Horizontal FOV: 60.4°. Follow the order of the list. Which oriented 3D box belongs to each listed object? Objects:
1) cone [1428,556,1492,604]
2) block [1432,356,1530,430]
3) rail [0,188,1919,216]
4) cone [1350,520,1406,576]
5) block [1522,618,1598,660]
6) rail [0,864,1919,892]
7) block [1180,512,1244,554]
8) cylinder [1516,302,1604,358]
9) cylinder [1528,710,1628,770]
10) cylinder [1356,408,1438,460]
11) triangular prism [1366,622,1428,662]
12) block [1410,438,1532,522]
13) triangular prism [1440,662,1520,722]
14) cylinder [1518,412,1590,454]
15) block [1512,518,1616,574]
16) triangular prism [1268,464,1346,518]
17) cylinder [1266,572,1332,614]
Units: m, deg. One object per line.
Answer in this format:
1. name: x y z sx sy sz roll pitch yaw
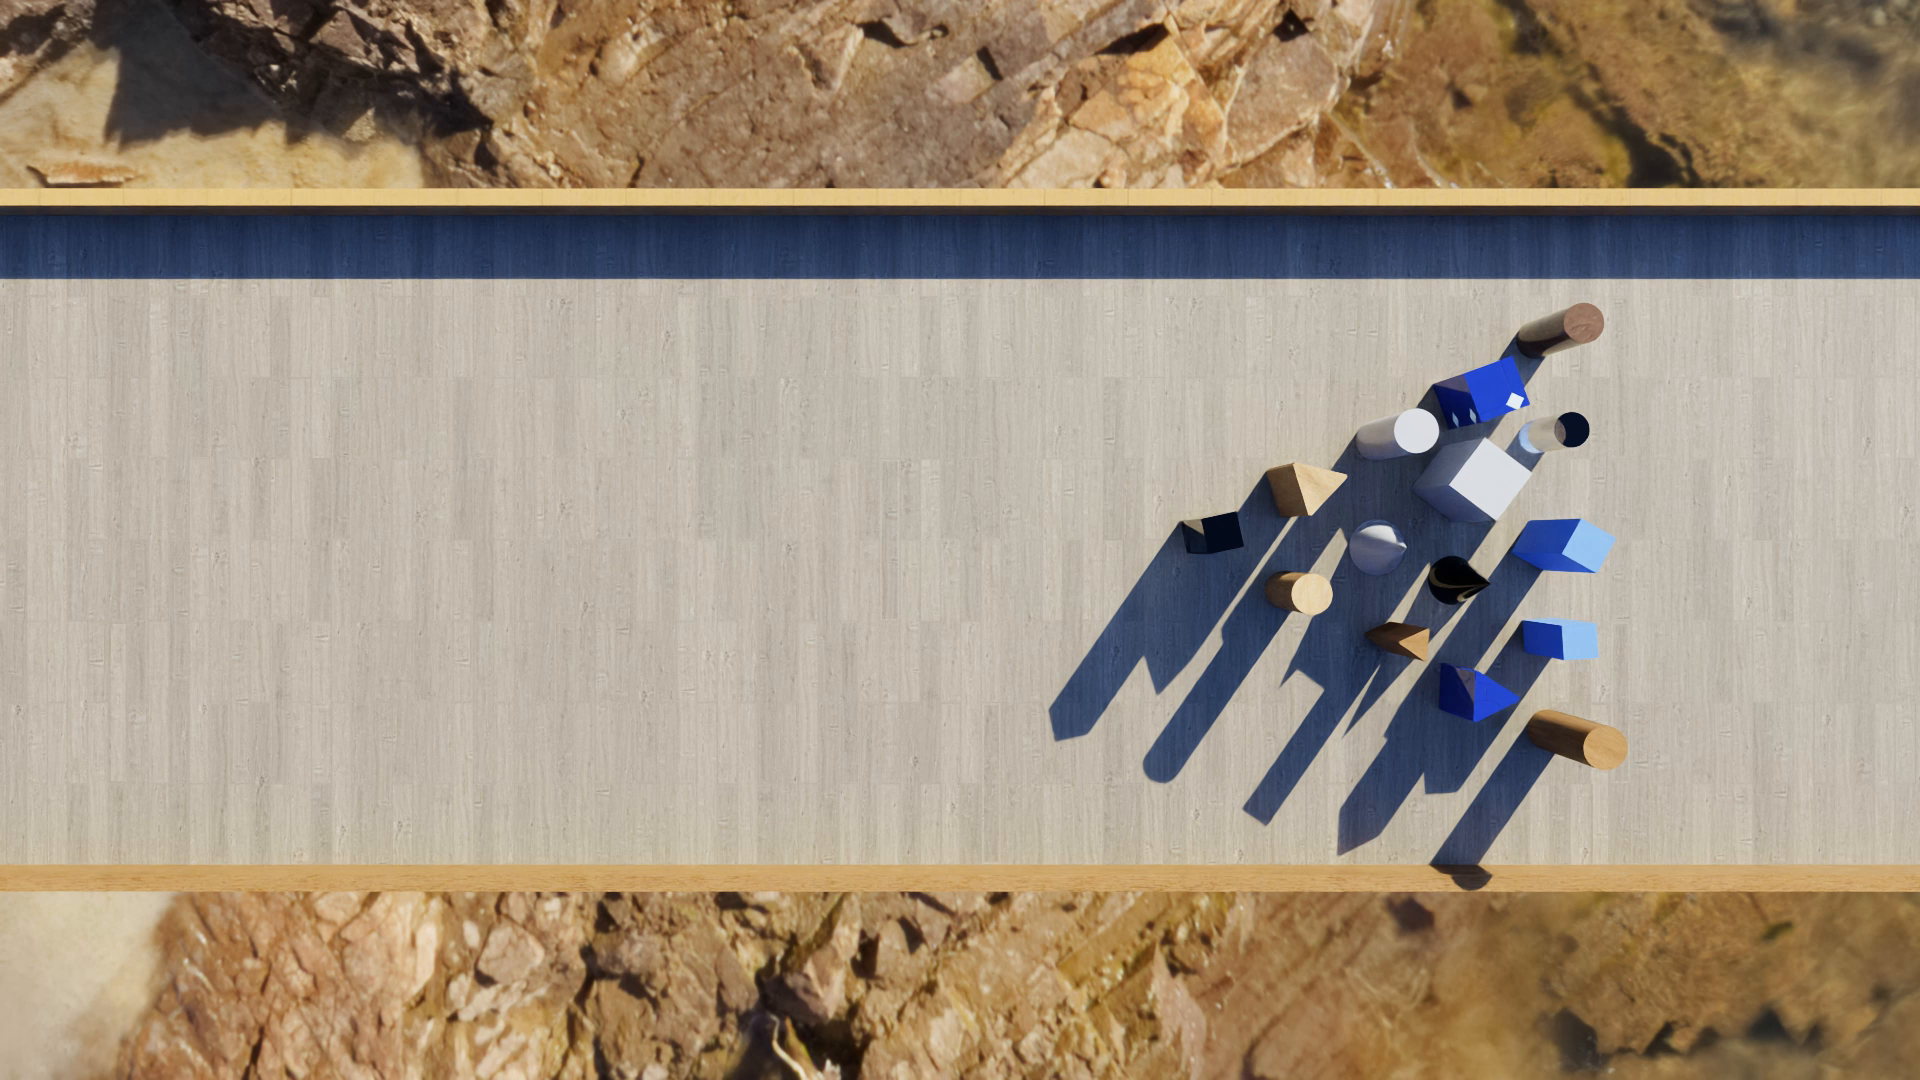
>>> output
1. cone: 1.516 0.124 4.888 0.151 0.376 0.151 0 90 0
2. block: 1.550 -0.436 4.919 0.150 0.316 0.150 -20 90 0
3. rail: -2.247 -1.025 5.002 12.000 0.150 0.050 0 90 0
4. cone: 1.284 0.022 4.909 0.172 0.336 0.172 0 90 0
5. block: 1.784 0.293 4.910 0.100 0.332 0.100 -4 90 0
6. rail: -2.247 1.025 5.001 12.000 0.150 0.050 0 90 0
7. block: 0.738 -0.020 4.856 0.102 0.441 0.102 -12 90 0
8. cylinder: 1.769 -0.616 4.876 0.116 0.400 0.116 0 90 0
9. cylinder: 1.809 0.583 4.848 0.125 0.456 0.125 0 90 0
10. cylinder: 1.280 -0.306 4.851 0.125 0.450 0.125 0 90 0
11. triangular prism: 1.304 0.284 4.873 0.093 0.407 0.080 35 90 0
12. block: 1.504 -0.172 4.874 0.169 0.405 0.169 37 90 0
13. triangular prism: 1.513 0.433 4.906 0.145 0.342 0.126 -27 90 0
14. cylinder: 1.772 -0.319 4.926 0.104 0.300 0.104 0 90 0
15. block: 1.773 0.017 4.862 0.113 0.430 0.113 29 90 0
16. triangular prism: 0.993 -0.171 4.869 0.133 0.415 0.154 43 90 0
17. cylinder: 0.997 0.153 4.872 0.116 0.408 0.116 0 90 0
